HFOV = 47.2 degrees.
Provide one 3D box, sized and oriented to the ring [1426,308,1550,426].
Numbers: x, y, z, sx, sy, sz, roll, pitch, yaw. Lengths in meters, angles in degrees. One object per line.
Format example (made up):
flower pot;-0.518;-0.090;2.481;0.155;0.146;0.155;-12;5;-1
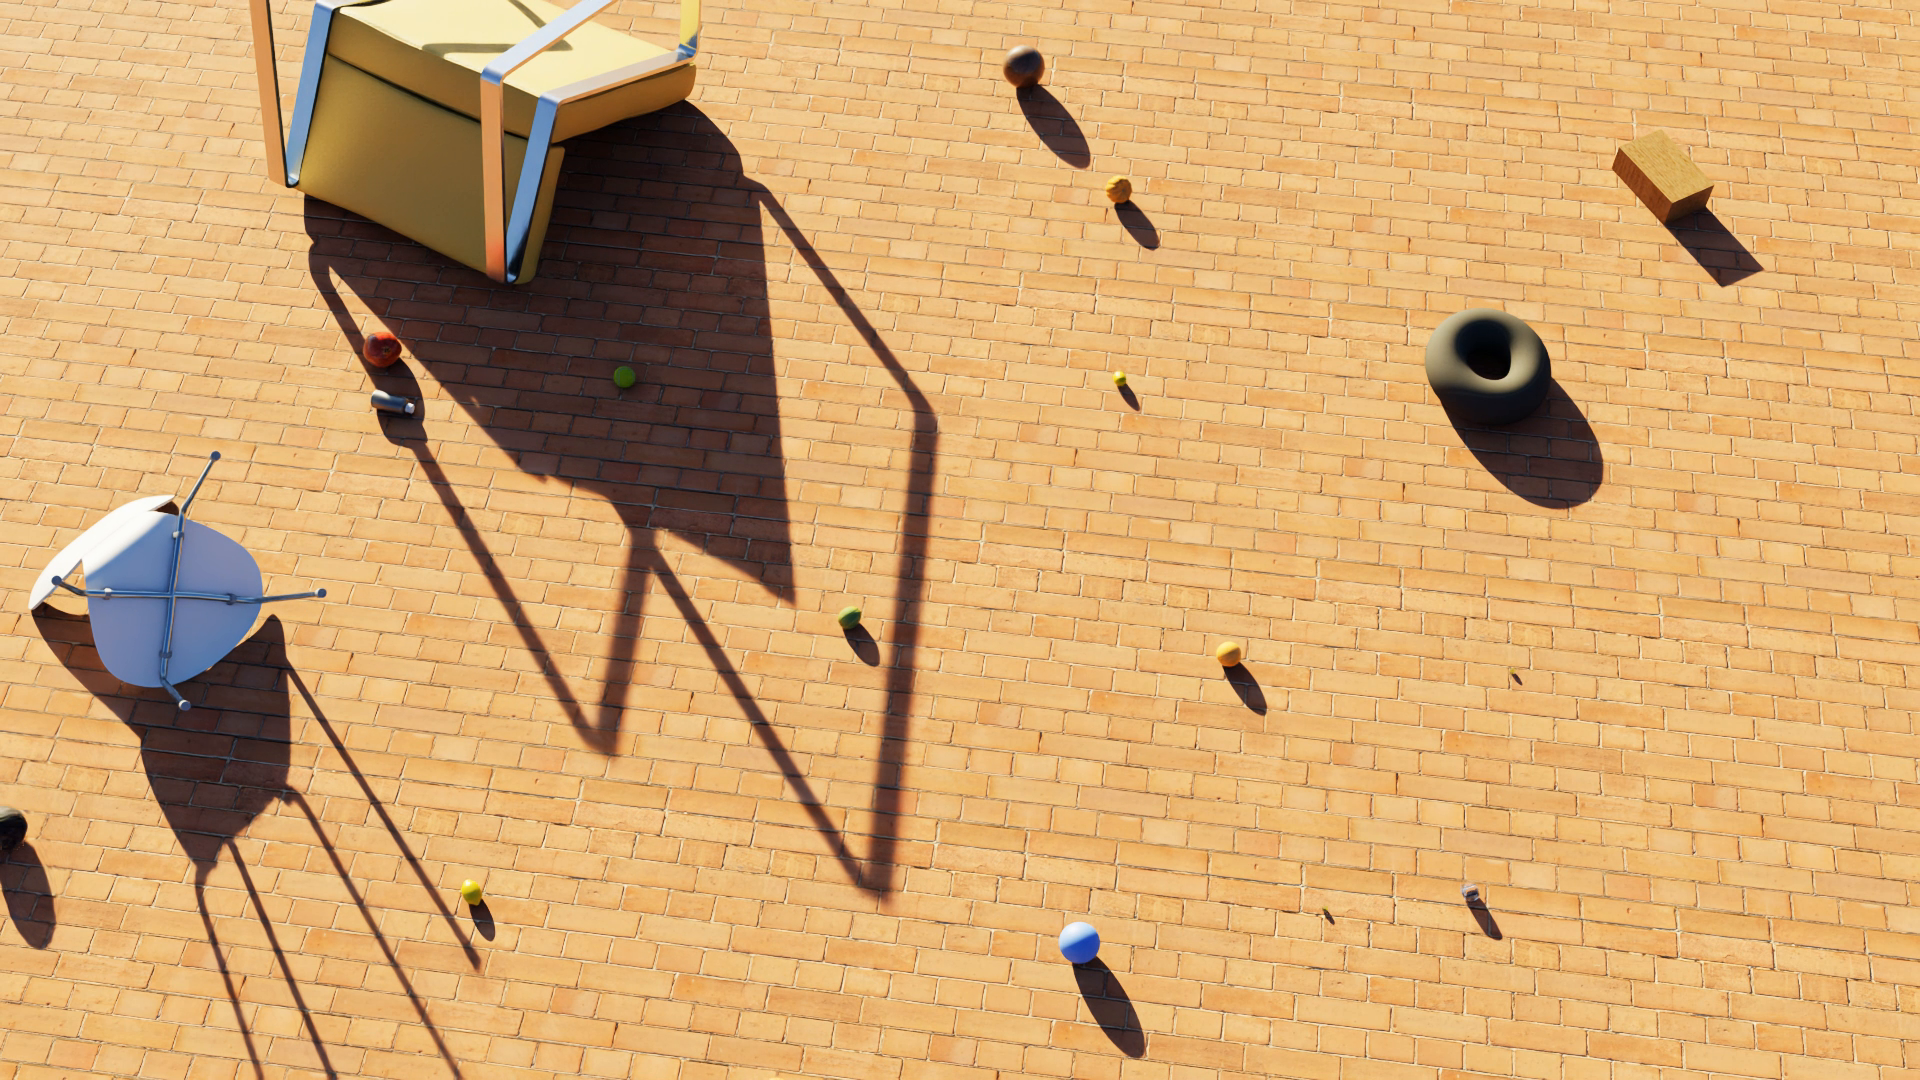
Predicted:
ring;1.647;-0.543;6.861;0.391;0.132;0.431;0;57;-1

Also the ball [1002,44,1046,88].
ball;0.220;-1.631;7.580;0.149;0.149;0.149;0;56;0

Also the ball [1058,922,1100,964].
ball;0.315;1.062;5.796;0.109;0.109;0.109;0;56;0

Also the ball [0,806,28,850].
ball;-2.600;0.784;5.976;0.120;0.120;0.120;0;56;0

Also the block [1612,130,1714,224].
block;2.339;-1.211;7.324;0.175;0.104;0.284;-24;59;-15
